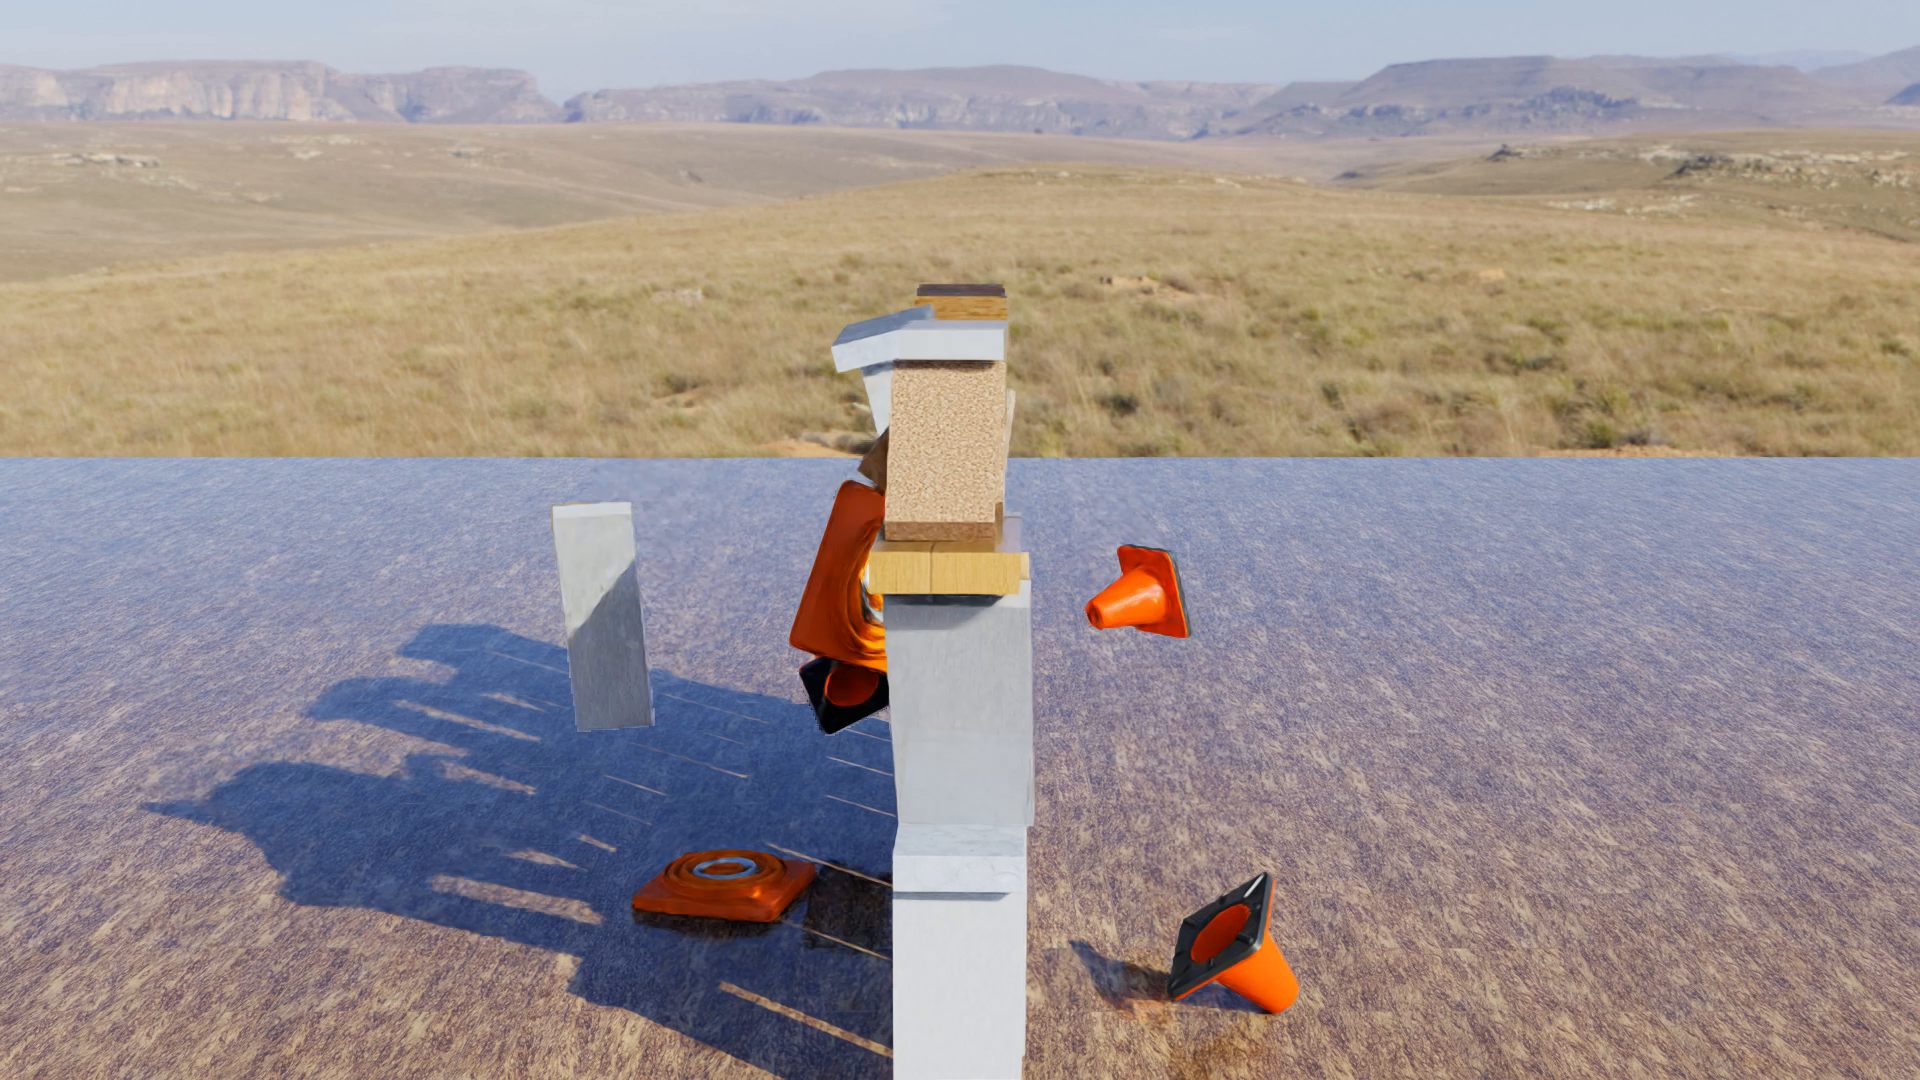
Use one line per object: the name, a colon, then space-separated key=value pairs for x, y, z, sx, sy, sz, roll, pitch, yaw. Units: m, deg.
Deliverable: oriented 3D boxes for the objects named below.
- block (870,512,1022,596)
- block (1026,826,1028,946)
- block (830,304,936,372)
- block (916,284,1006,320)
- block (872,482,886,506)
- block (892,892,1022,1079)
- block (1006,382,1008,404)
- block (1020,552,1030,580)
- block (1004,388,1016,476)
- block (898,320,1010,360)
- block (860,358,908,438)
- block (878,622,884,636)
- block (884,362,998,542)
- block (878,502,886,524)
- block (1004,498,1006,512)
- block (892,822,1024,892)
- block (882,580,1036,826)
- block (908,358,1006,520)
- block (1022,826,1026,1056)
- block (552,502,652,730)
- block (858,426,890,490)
block: x=-0.012 y=0.012 z=2.719 sx=0.175 sy=0.049 sz=0.349 roll=0 pitch=9 yaw=2
block: x=0.010 y=0.517 z=3.130 sx=0.170 sy=0.340 sz=0.048 roll=1 pitch=11 yaw=4
block: x=-0.120 y=-0.332 z=3.597 sx=0.150 sy=0.043 sz=0.301 roll=-14 pitch=11 yaw=5
block: x=0.002 y=-0.444 z=4.120 sx=0.163 sy=0.046 sz=0.326 roll=0 pitch=11 yaw=0
block: x=-0.069 y=-0.053 z=3.211 sx=0.069 sy=0.138 sz=0.020 roll=-36 pitch=40 yaw=-6
block: x=-0.003 y=0.586 z=2.802 sx=0.162 sy=0.325 sz=0.046 roll=0 pitch=10 yaw=0
block: x=-0.004 y=-0.128 z=2.924 sx=0.109 sy=0.031 sz=0.219 roll=2 pitch=49 yaw=10
block: x=0.001 y=0.162 z=2.960 sx=0.175 sy=0.349 sz=0.049 roll=0 pitch=42 yaw=0
block: x=0.033 y=-0.166 z=3.873 sx=0.104 sy=0.207 sz=0.029 roll=6 pitch=-5 yaw=26
block: x=-0.004 y=-0.261 z=2.854 sx=0.131 sy=0.037 sz=0.262 roll=0 pitch=8 yaw=3
block: x=-0.048 y=-0.150 z=3.541 sx=0.150 sy=0.316 sz=0.043 roll=-14 pitch=10 yaw=3
block: x=-0.033 y=0.066 z=3.271 sx=0.102 sy=0.203 sz=0.029 roll=22 pitch=-2 yaw=18
block: x=-0.021 y=-0.111 z=2.693 sx=0.131 sy=0.037 sz=0.262 roll=0 pitch=51 yaw=1
block: x=-0.077 y=-0.086 z=3.323 sx=0.020 sy=0.138 sz=0.069 roll=29 pitch=-17 yaw=12
block: x=0.008 y=-0.030 z=3.823 sx=0.146 sy=0.041 sz=0.292 roll=0 pitch=11 yaw=0
block: x=0.003 y=0.383 z=2.877 sx=0.162 sy=0.046 sz=0.325 roll=0 pitch=11 yaw=2
block: x=0.003 y=0.208 z=2.744 sx=0.175 sy=0.367 sz=0.049 roll=1 pitch=38 yaw=4
block: x=-0.007 y=-0.138 z=2.869 sx=0.131 sy=0.037 sz=0.262 roll=0 pitch=50 yaw=2
block: x=0.009 y=0.546 z=3.018 sx=0.162 sy=0.325 sz=0.046 roll=0 pitch=11 yaw=1
block: x=-0.519 y=0.115 z=3.207 sx=0.109 sy=0.385 sz=0.031 roll=-4 pitch=35 yaw=-5
block: x=-0.039 y=-0.147 z=3.081 sx=0.109 sy=0.219 sz=0.031 roll=34 pitch=33 yaw=-9
